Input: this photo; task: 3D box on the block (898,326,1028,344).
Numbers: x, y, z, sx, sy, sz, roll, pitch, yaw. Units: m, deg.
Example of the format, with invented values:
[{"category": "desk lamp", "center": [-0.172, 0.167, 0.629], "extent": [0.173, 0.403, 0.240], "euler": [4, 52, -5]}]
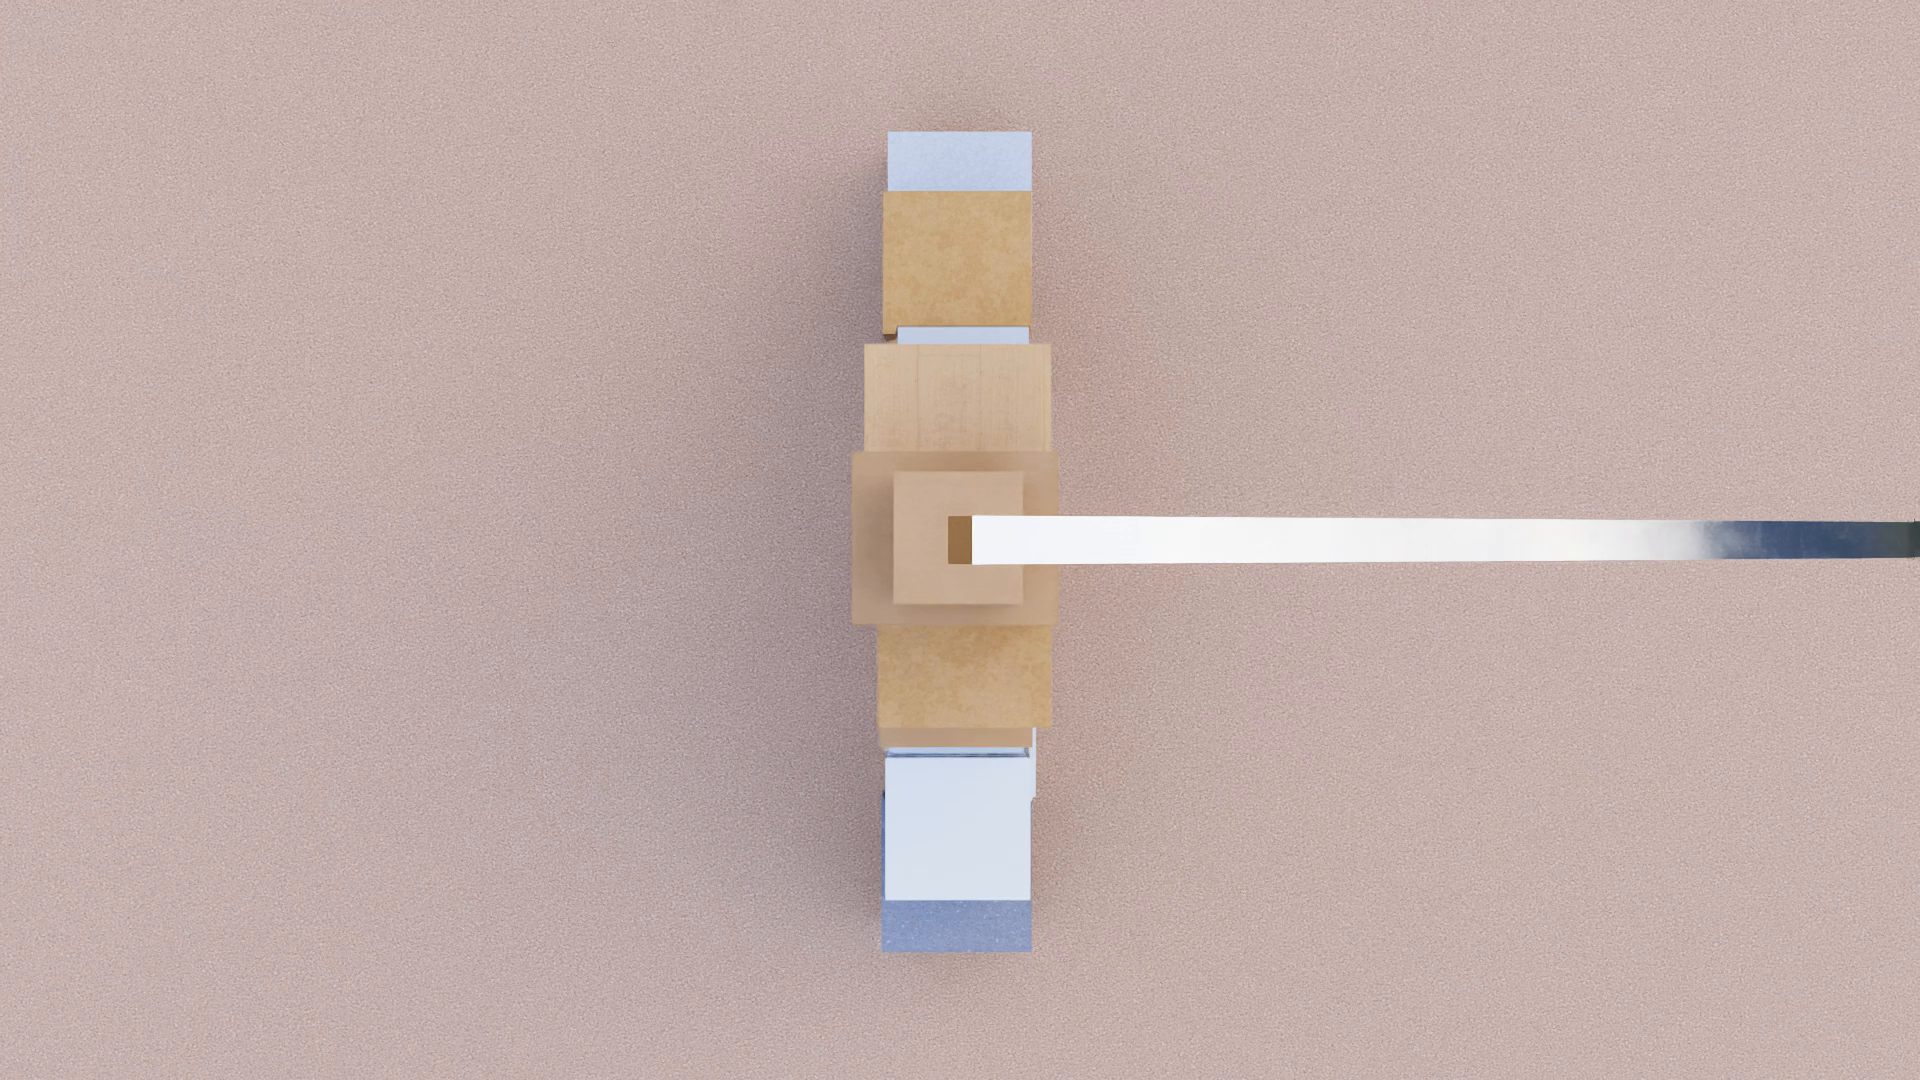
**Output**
[{"category": "block", "center": [0.015, -0.681, 10.449], "extent": [0.604, 0.586, 0.594], "euler": [0, 89, 0]}]

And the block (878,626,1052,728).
[{"category": "block", "center": [0.017, 0.384, 8.982], "extent": [0.686, 0.590, 0.710], "euler": [0, 90, 0]}]

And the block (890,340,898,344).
[{"category": "block", "center": [-0.017, -0.590, 11.079], "extent": [0.654, 0.677, 0.760], "euler": [0, 89, 0]}]

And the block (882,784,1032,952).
[{"category": "block", "center": [-0.019, 1.856, 12.609], "extent": [0.834, 0.782, 0.869], "euler": [0, 90, 0]}]

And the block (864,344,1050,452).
[{"category": "block", "center": [-0.009, -0.392, 9.057], "extent": [0.742, 0.609, 0.770], "euler": [0, 89, 0]}]

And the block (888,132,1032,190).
[{"category": "block", "center": [-0.001, -1.902, 12.668], "extent": [0.807, 0.664, 0.777], "euler": [0, 90, 0]}]

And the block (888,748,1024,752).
[{"category": "block", "center": [-0.018, 0.716, 11.652], "extent": [0.691, 0.836, 0.748], "euler": [0, 89, 0]}]

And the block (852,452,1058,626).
[{"category": "block", "center": [-0.017, -0.005, 8.296], "extent": [0.742, 0.778, 0.625], "euler": [0, 90, 0]}]

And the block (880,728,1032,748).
[{"category": "block", "center": [-0.017, 0.576, 10.273], "extent": [0.692, 0.712, 0.713], "euler": [0, 90, 0]}]

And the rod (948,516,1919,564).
[{"category": "rod", "center": [2.234, 0.000, 4.988], "extent": [5.200, 0.080, 0.080], "euler": [0, 90, -31]}]

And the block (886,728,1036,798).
[{"category": "block", "center": [0.006, 0.990, 12.536], "extent": [0.820, 0.928, 0.842], "euler": [0, 90, 0]}]

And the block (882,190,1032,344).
[{"category": "block", "center": [-0.015, -1.463, 11.950], "extent": [0.782, 0.726, 0.752], "euler": [0, 90, 0]}]

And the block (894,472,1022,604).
[{"category": "block", "center": [-0.006, -0.007, 7.668], "extent": [0.436, 0.477, 0.448], "euler": [0, 90, 0]}]

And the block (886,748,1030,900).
[{"category": "block", "center": [-0.011, 1.482, 11.706], "extent": [0.747, 0.735, 0.734], "euler": [0, 91, 0]}]
